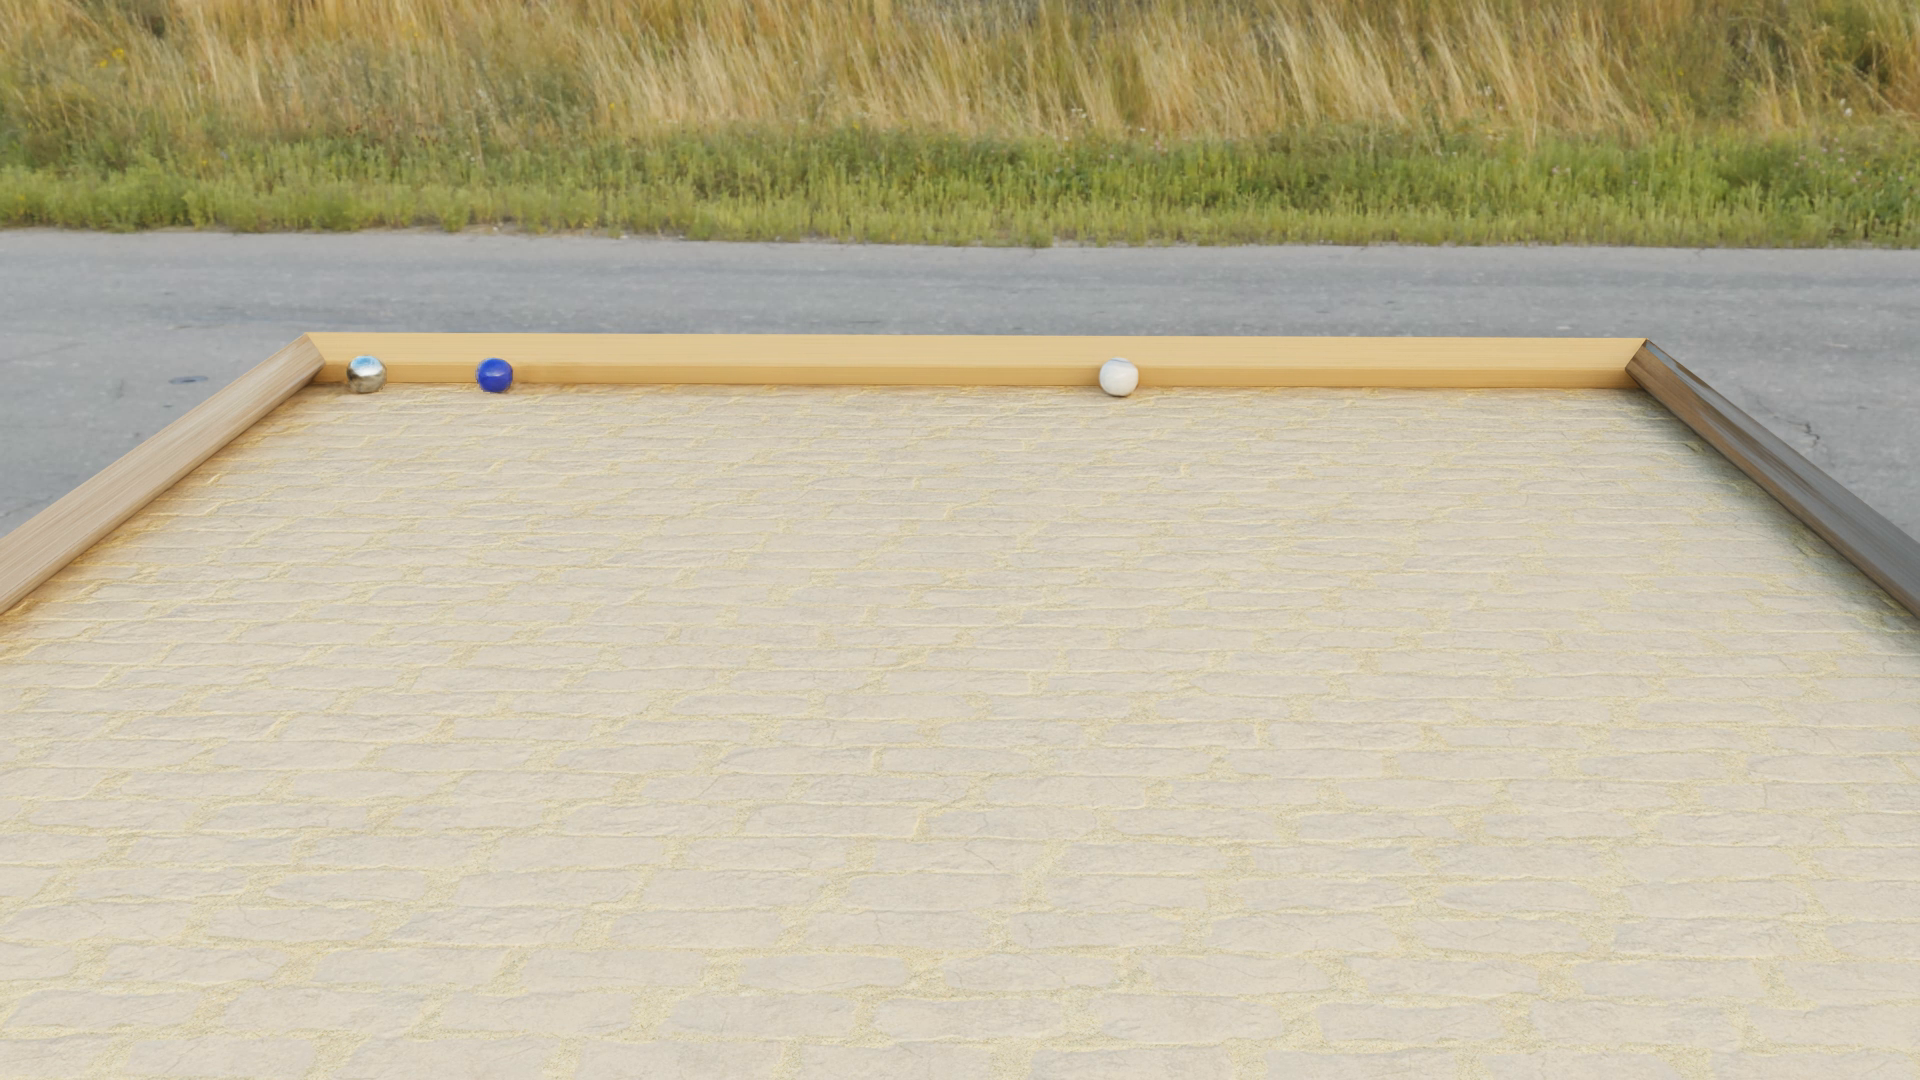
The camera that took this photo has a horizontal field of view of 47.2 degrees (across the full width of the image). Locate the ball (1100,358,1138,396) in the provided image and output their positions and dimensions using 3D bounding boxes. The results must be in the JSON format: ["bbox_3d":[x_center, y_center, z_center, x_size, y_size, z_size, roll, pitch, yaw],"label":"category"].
[{"bbox_3d":[0.260,-0.267,3.607,0.064,0.064,0.064,0,17,0],"label":"ball"}]

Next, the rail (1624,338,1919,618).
[{"bbox_3d":[1.076,0.288,1.784,0.045,0.084,3.931,0,17,1],"label":"rail"}]

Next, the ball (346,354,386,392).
[{"bbox_3d":[-0.982,-0.274,3.633,0.063,0.063,0.063,0,17,0],"label":"ball"}]

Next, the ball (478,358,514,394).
[{"bbox_3d":[-0.767,-0.272,3.632,0.058,0.058,0.058,0,17,0],"label":"ball"}]

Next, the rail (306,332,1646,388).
[{"bbox_3d":[0.020,-0.295,3.660,2.241,0.084,0.045,0,17,1],"label":"rail"}]

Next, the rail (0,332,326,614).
[{"bbox_3d":[-1.117,0.274,1.827,0.045,0.084,3.931,0,17,1],"label":"rail"}]
